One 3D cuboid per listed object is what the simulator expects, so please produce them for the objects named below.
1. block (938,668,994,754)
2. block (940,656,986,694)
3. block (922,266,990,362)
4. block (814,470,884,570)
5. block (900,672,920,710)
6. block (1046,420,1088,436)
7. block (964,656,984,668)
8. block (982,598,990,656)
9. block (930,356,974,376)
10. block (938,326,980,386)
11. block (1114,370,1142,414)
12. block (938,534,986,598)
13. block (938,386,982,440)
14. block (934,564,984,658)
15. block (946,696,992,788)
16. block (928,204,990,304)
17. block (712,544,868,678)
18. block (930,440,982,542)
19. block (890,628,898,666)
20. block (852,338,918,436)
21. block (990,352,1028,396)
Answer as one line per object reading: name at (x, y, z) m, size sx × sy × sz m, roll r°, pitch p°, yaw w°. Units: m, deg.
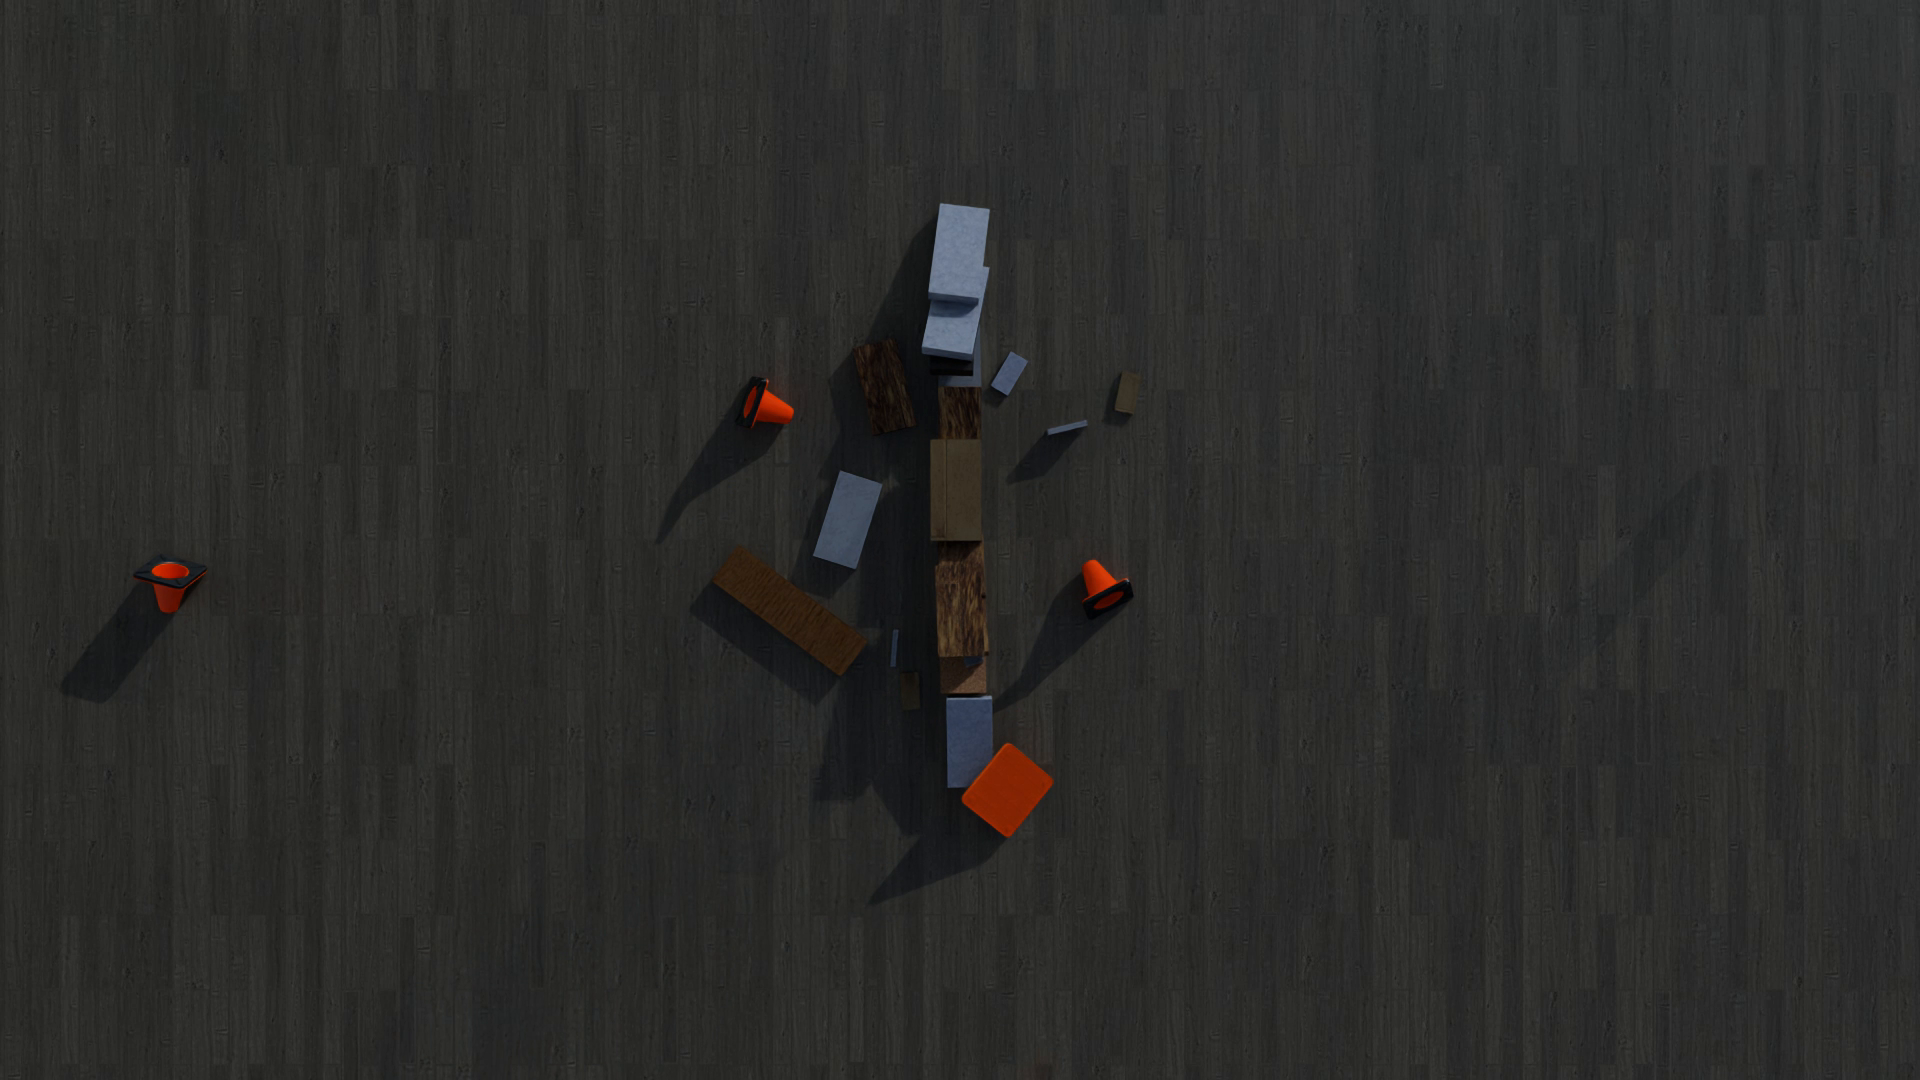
block at (0.022, 0.565, 5.479) m, size 0.149 × 0.042 × 0.299 m, roll -7°, pitch 90°, yaw 0°
block at (0.010, 0.359, 5.447) m, size 0.149 × 0.042 × 0.299 m, roll -1°, pitch 78°, yaw 0°
block at (-0.013, -0.754, 5.410) m, size 0.166 × 0.047 × 0.331 m, roll 9°, pitch 68°, yaw 4°
block at (-0.371, -0.066, 5.479) m, size 0.148 × 0.042 × 0.296 m, roll 18°, pitch 90°, yaw 0°
block at (-0.165, 0.502, 5.491) m, size 0.061 × 0.017 × 0.122 m, roll -4°, pitch 90°, yaw 0°
block at (0.354, -0.371, 5.467) m, size 0.133 × 0.067 × 0.019 m, roll -14°, pitch 90°, yaw 0°
block at (0.030, 0.350, 5.418) m, size 0.061 × 0.017 × 0.122 m, roll -17°, pitch 78°, yaw -4°
block at (0.010, 0.237, 5.422) m, size 0.149 × 0.042 × 0.299 m, roll -4°, pitch 67°, yaw 0°
block at (-0.022, -0.675, 5.424) m, size 0.141 × 0.040 × 0.282 m, roll 2°, pitch 67°, yaw 1°
block at (-0.002, -0.569, 5.480) m, size 0.141 × 0.040 × 0.282 m, roll -1°, pitch 90°, yaw 0°
block at (0.559, -0.491, 5.491) m, size 0.067 × 0.019 × 0.133 m, roll 12°, pitch 90°, yaw 0°
block at (0.004, 0.045, 5.438) m, size 0.149 × 0.042 × 0.299 m, roll -3°, pitch 74°, yaw 0°
block at (0.000, -0.367, 5.452) m, size 0.141 × 0.040 × 0.282 m, roll 0°, pitch 102°, yaw 0°
block at (-0.001, 0.230, 5.346) m, size 0.149 × 0.042 × 0.299 m, roll -2°, pitch 80°, yaw 0°
block at (0.032, 0.664, 5.428) m, size 0.149 × 0.042 × 0.299 m, roll -1°, pitch 100°, yaw -1°
block at (-0.003, -0.941, 5.423) m, size 0.166 × 0.047 × 0.331 m, roll 7°, pitch 71°, yaw 0°
block at (-0.564, 0.235, 5.479) m, size 0.534 × 0.042 × 0.148 m, roll 37°, pitch 90°, yaw 0°
block at (-0.013, -0.163, 5.410) m, size 0.166 × 0.047 × 0.331 m, roll 0°, pitch 88°, yaw 1°
block at (-0.217, 0.357, 5.469) m, size 0.017 × 0.061 × 0.122 m, roll 5°, pitch 90°, yaw 0°
block at (-0.249, -0.507, 5.479) m, size 0.148 × 0.042 × 0.296 m, roll -13°, pitch 90°, yaw 0°
block at (0.164, -0.554, 5.491) m, size 0.067 × 0.019 × 0.133 m, roll 31°, pitch 90°, yaw 0°
